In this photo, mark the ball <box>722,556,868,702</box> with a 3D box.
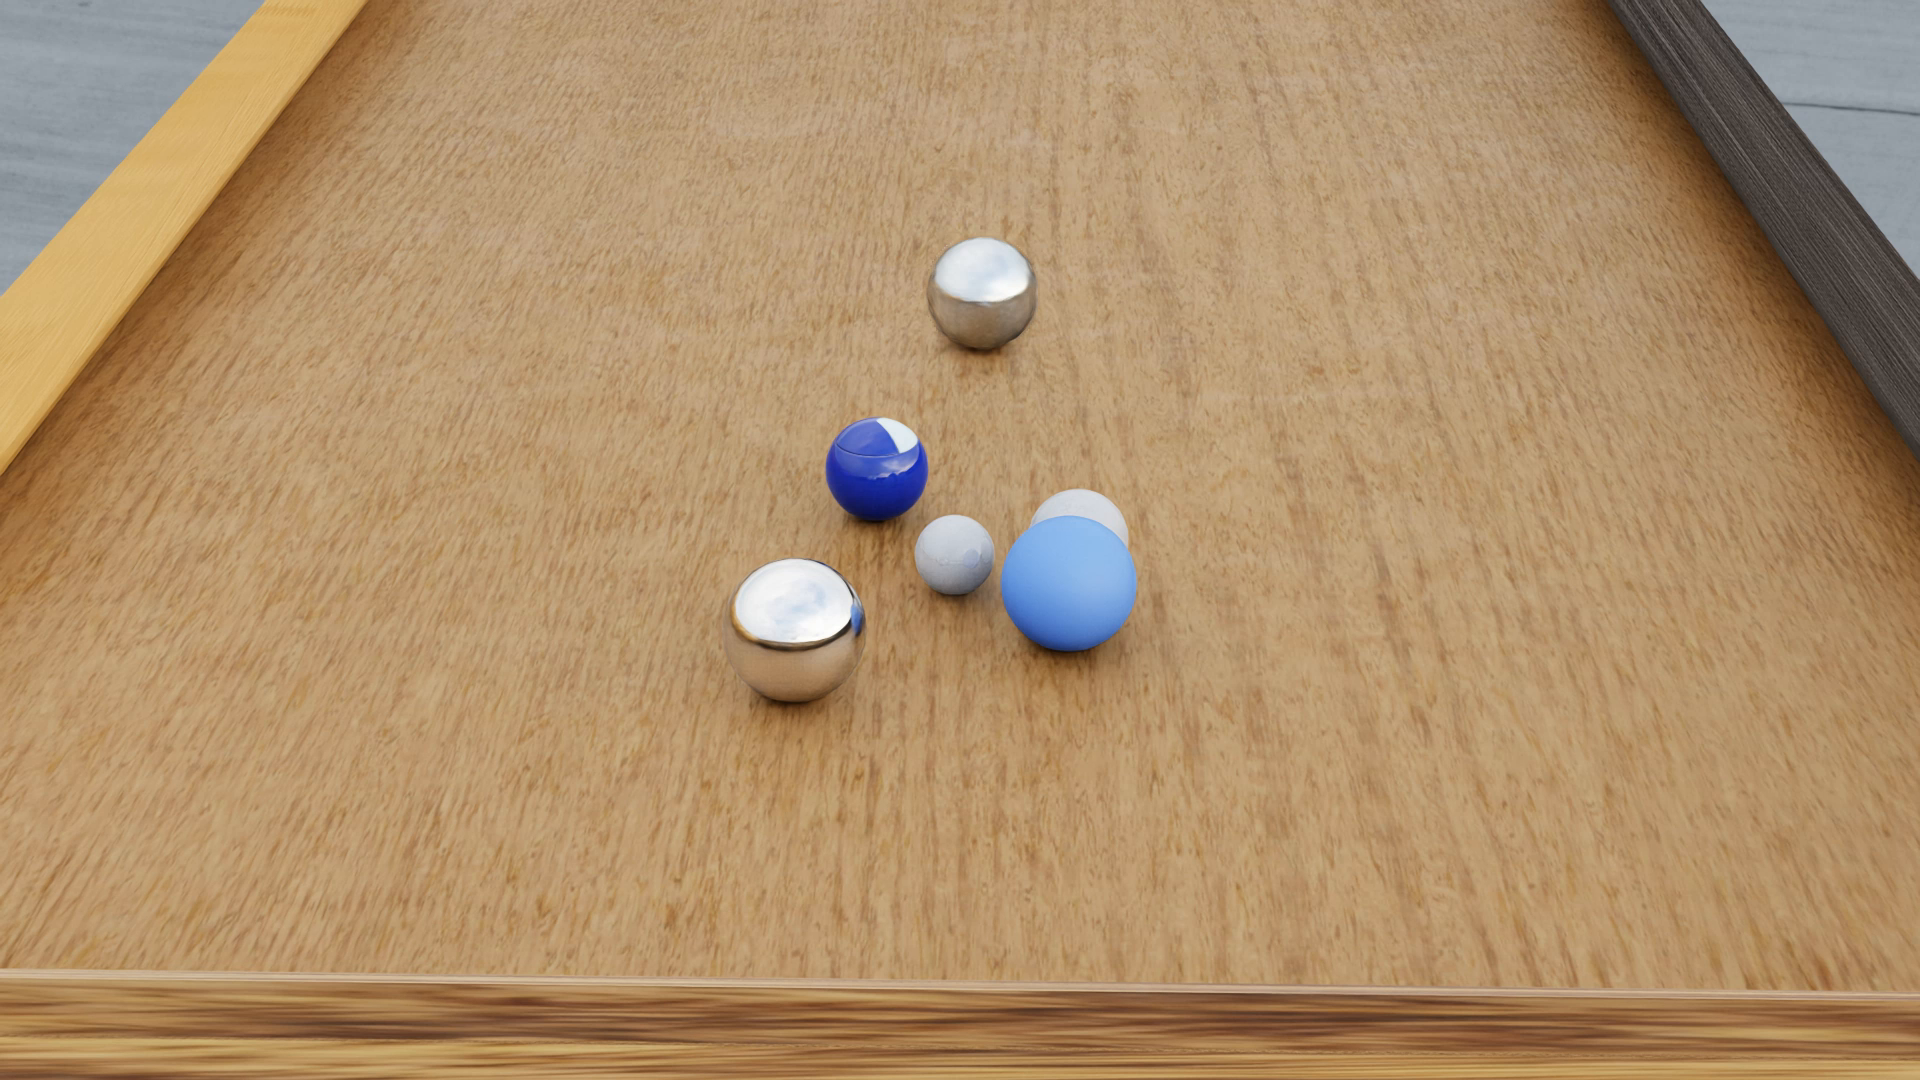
[{"bbox_3d":[-0.101,0.055,1.804,0.089,0.089,0.089,0,25,0],"label":"ball"}]

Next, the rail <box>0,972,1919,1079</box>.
[{"bbox_3d":[-0.013,0.243,1.373,1.396,0.116,0.045,1,25,1],"label":"rail"}]

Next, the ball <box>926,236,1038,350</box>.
[{"bbox_3d":[0.018,-0.196,2.333,0.089,0.089,0.089,0,25,0],"label":"ball"}]

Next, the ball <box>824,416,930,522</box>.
[{"bbox_3d":[-0.058,-0.049,2.043,0.072,0.072,0.072,0,25,0],"label":"ball"}]

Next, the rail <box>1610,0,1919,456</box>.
[{"bbox_3d":[0.688,-0.287,2.491,0.045,0.116,2.551,1,25,1],"label":"rail"}]

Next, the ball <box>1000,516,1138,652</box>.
[{"bbox_3d":[0.069,0.028,1.864,0.086,0.086,0.086,0,25,0],"label":"ball"}]

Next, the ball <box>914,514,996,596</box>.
[{"bbox_3d":[-0.003,0.010,1.941,0.053,0.053,0.053,0,25,0],"label":"ball"}]

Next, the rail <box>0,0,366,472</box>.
[{"bbox_3d":[-0.661,-0.299,2.517,0.045,0.116,2.551,1,25,1],"label":"rail"}]

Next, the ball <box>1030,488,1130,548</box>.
[{"bbox_3d":[0.078,0.000,1.946,0.067,0.067,0.067,0,25,0],"label":"ball"}]
